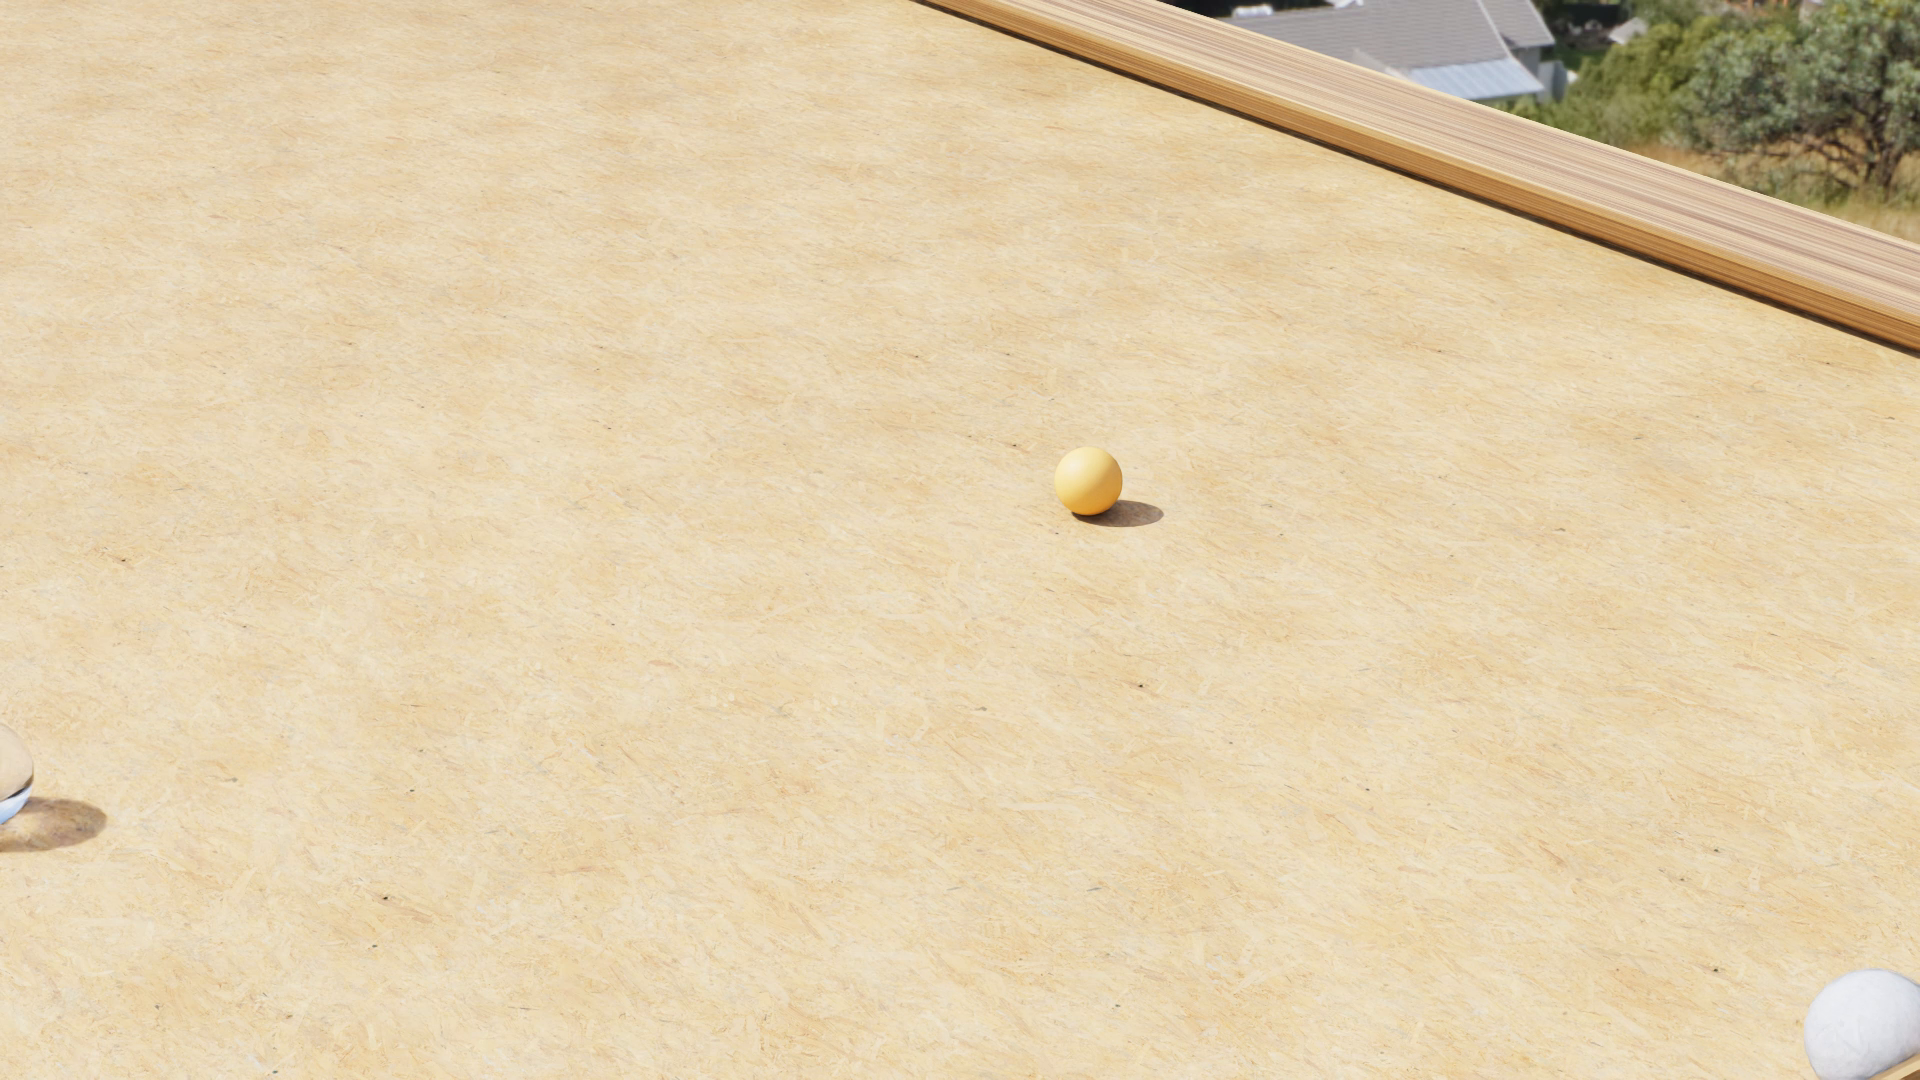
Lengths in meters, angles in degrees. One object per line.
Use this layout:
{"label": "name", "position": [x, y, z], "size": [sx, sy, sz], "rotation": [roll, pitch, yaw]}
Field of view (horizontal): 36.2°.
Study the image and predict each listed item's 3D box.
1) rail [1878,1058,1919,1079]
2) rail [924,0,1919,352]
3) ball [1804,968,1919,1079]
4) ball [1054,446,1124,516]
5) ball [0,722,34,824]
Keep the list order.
{"label": "rail", "position": [0.514, 0.284, 1.536], "size": [1.968, 0.097, 0.045], "rotation": [-16, 29, -32]}
{"label": "rail", "position": [0.255, -0.552, 3.375], "size": [0.045, 0.097, 3.638], "rotation": [-16, 29, -32]}
{"label": "ball", "position": [0.496, 0.270, 1.596], "size": [0.075, 0.075, 0.075], "rotation": [0, 24, 0]}
{"label": "ball", "position": [0.101, -0.046, 2.317], "size": [0.054, 0.054, 0.054], "rotation": [0, 24, 0]}
{"label": "ball", "position": [-0.625, 0.148, 1.867], "size": [0.072, 0.072, 0.072], "rotation": [0, 24, 0]}
